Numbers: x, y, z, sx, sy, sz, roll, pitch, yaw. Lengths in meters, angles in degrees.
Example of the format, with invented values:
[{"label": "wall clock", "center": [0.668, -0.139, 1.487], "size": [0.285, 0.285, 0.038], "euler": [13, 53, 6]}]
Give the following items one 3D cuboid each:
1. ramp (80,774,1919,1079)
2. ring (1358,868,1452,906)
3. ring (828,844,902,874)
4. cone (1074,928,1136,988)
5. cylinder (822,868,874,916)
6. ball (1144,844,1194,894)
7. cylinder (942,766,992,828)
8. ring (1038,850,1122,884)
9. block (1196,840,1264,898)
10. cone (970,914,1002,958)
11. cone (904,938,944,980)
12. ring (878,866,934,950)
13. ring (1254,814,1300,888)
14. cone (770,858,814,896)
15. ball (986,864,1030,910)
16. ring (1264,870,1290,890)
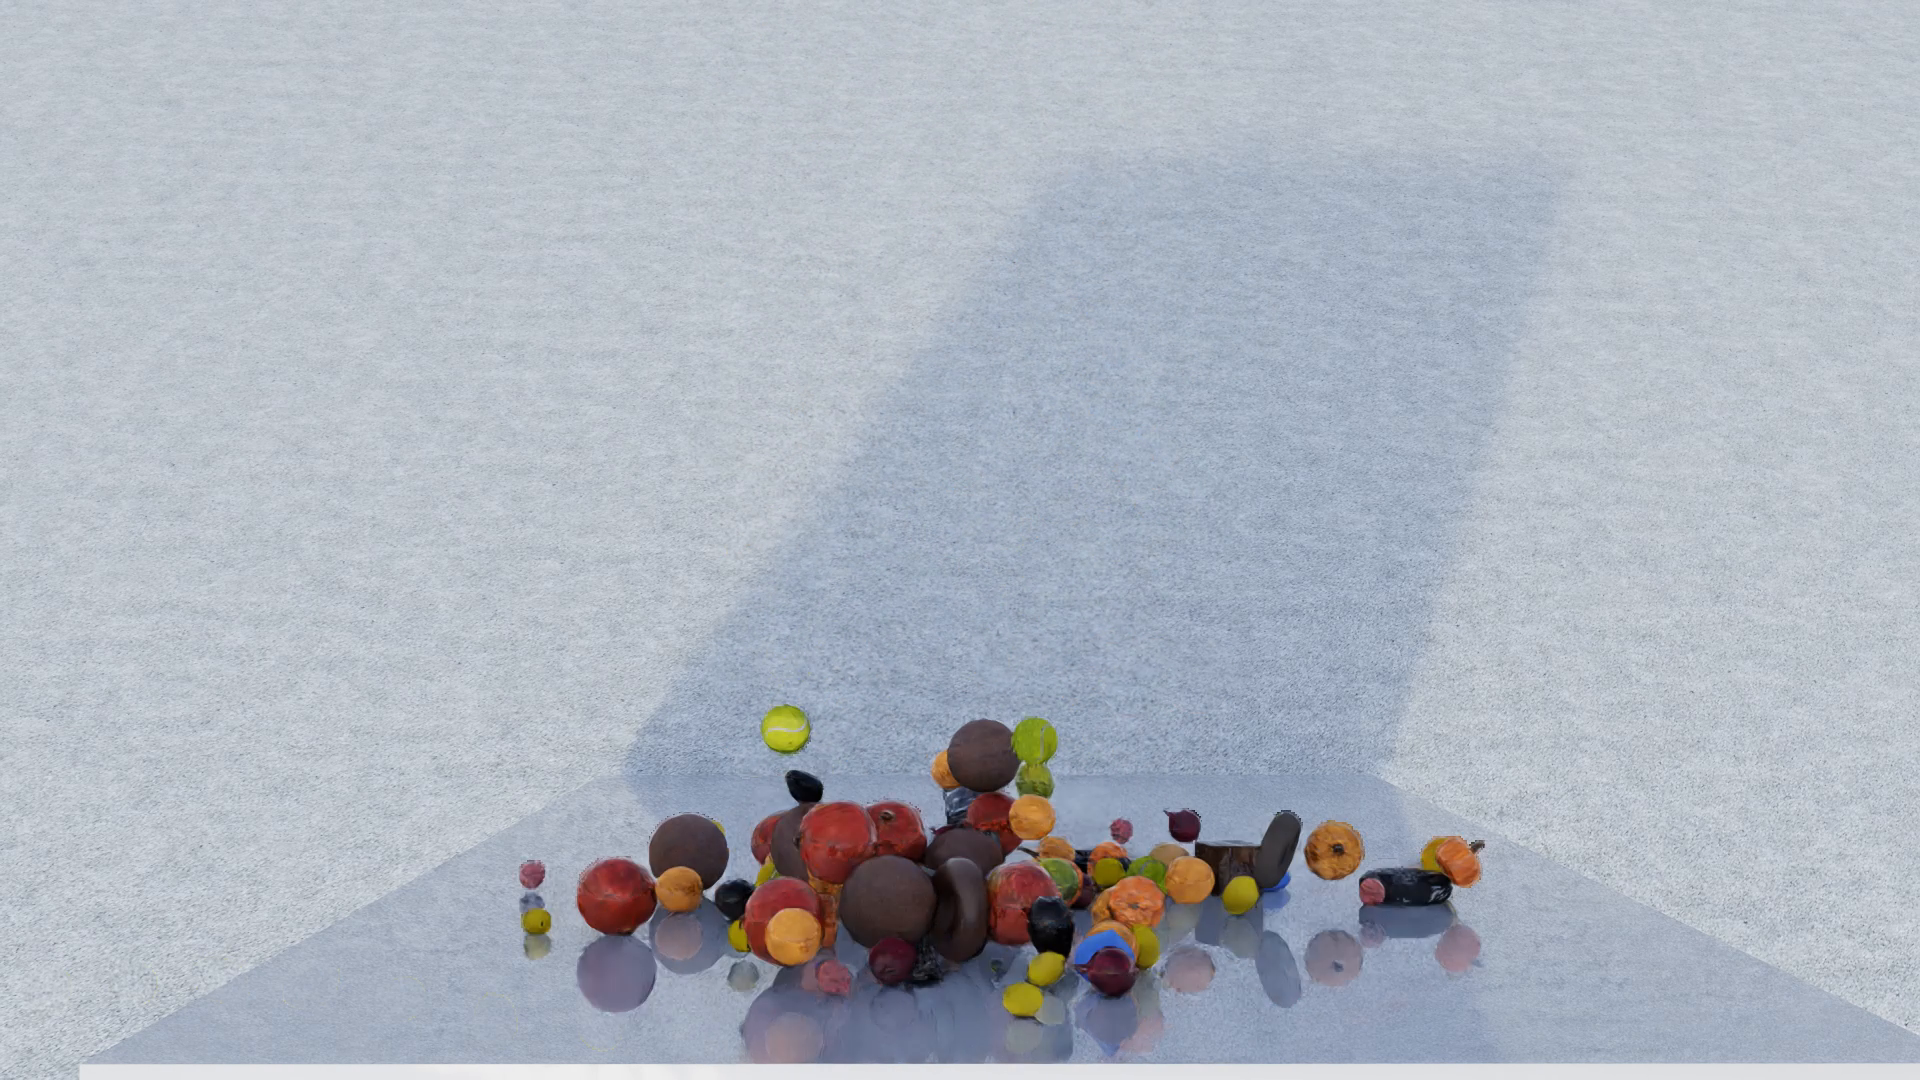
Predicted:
[{"label": "ramp", "center": [0.072, 0.631, 4.730], "size": [2.000, 0.100, 4.000], "euler": [0, -1, 0]}, {"label": "ring", "center": [0.703, 0.547, 4.092], "size": [0.147, 0.049, 0.147], "euler": [1, -2, 0]}, {"label": "ring", "center": [-0.164, 0.556, 4.515], "size": [0.131, 0.044, 0.131], "euler": [-1, 0, 0]}, {"label": "cone", "center": [0.185, 0.502, 3.218], "size": [0.077, 0.077, 0.077], "euler": [3, 50, -3]}, {"label": "cylinder", "center": [-0.169, 0.531, 3.913], "size": [0.066, 0.066, 0.066], "euler": [-6, 32, 9]}, {"label": "ball", "center": [0.339, 0.533, 4.202], "size": [0.081, 0.081, 0.081], "euler": [0, 32, 0]}, {"label": "cylinder", "center": [0.012, 0.491, 4.946], "size": [0.087, 0.087, 0.087], "euler": [-4, 61, -6]}, {"label": "ring", "center": [0.203, 0.552, 4.378], "size": [0.143, 0.048, 0.143], "euler": [1, -2, 0]}, {"label": "block", "center": [0.437, 0.533, 4.207], "size": [0.080, 0.080, 0.080], "euler": [0, -1, -22]}, {"label": "cone", "center": [0.032, 0.519, 3.492], "size": [0.067, 0.067, 0.067], "euler": [28, 32, 37]}, {"label": "cone", "center": [-0.046, 0.531, 3.296], "size": [0.053, 0.053, 0.053], "euler": [0, -7, 0]}, {"label": "ring", "center": [-0.061, 0.505, 3.563], "size": [0.114, 0.114, 0.038], "euler": [-17, -1, -25]}, {"label": "ring", "center": [0.489, 0.479, 3.997], "size": [0.040, 0.121, 0.121], "euler": [21, 37, 18]}, {"label": "cone", "center": [-0.260, 0.558, 4.186], "size": [0.067, 0.067, 0.067], "euler": [30, 42, 27]}, {"label": "ball", "center": [0.068, 0.508, 3.792], "size": [0.067, 0.067, 0.067], "euler": [0, 32, 0]}, {"label": "ring", "center": [0.497, 0.559, 4.287], "size": [0.097, 0.032, 0.097], "euler": [0, 0, 0]}]
